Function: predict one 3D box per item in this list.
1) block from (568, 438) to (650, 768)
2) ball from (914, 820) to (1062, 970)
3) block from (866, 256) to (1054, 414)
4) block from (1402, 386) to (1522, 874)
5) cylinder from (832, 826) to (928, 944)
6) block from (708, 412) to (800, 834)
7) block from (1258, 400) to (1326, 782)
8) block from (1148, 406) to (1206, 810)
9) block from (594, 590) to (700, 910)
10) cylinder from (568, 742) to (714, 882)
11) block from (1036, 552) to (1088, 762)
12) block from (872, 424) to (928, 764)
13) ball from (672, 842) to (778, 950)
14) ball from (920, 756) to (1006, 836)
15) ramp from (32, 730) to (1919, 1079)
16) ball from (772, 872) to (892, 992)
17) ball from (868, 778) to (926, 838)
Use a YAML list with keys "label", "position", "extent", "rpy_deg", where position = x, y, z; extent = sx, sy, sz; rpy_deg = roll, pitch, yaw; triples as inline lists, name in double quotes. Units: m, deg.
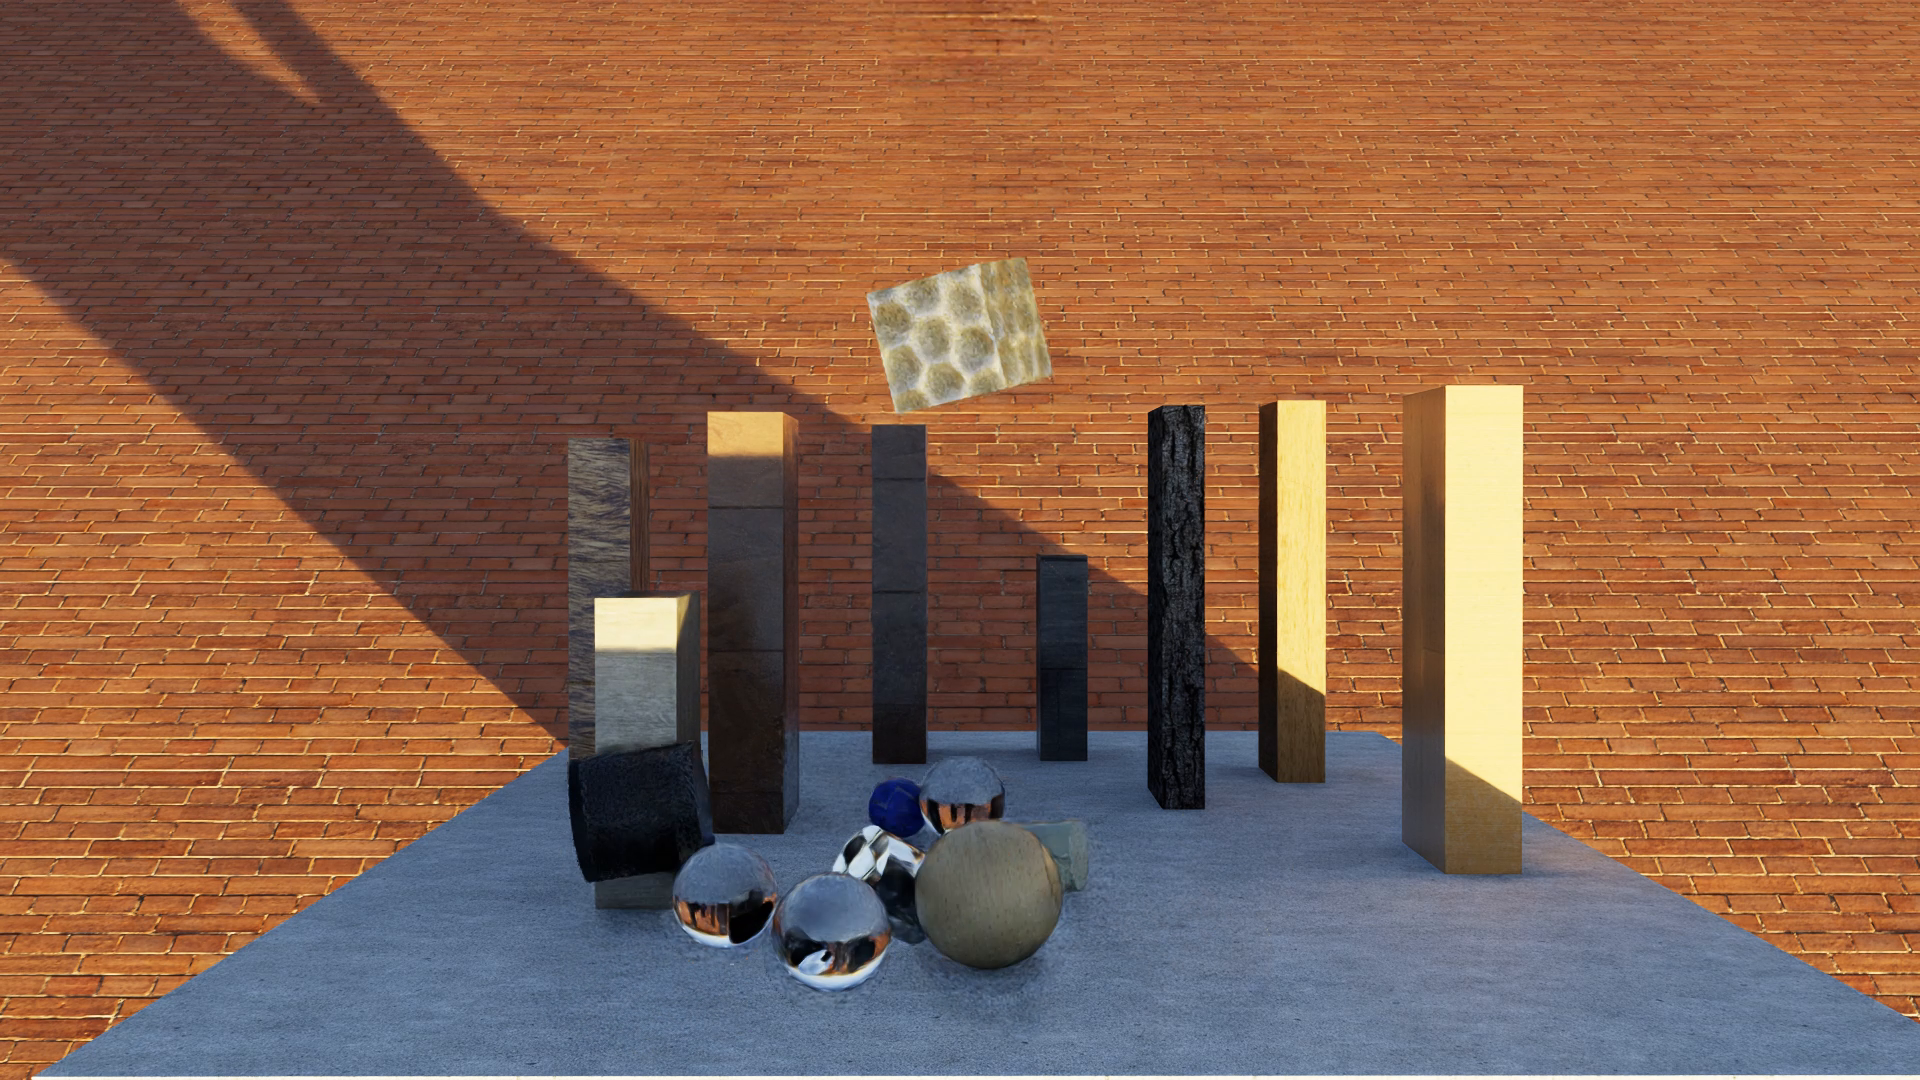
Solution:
- label: "block"
  position: [-0.738, 0.146, 5.451]
  extent: [0.126, 0.715, 0.337]
  rpy_deg: [0, 1, 0]
- label: "ball"
  position: [0.035, 0.440, 3.211]
  extent: [0.185, 0.185, 0.185]
  rpy_deg: [0, 28, 0]
- label: "block"
  position: [0.001, -0.199, 2.504]
  extent: [0.119, 0.119, 0.119]
  rpy_deg: [-12, 4, 25]
- label: "block"
  position: [0.817, 0.138, 4.224]
  extent: [0.120, 0.762, 0.391]
  rpy_deg: [0, 1, 0]
- label: "cylinder"
  position: [-0.087, 0.444, 3.322]
  extent: [0.115, 0.115, 0.115]
  rpy_deg: [32, 13, -30]
- label: "block"
  position: [-0.376, 0.143, 4.750]
  extent: [0.132, 0.740, 0.449]
  rpy_deg: [0, 1, 0]
- label: "block"
  position: [0.709, 0.106, 5.529]
  extent: [0.099, 0.793, 0.337]
  rpy_deg: [0, 1, 0]
- label: "block"
  position: [0.424, 0.125, 5.084]
  extent: [0.080, 0.766, 0.384]
  rpy_deg: [0, 1, 0]
- label: "block"
  position: [-0.462, 0.303, 3.854]
  extent: [0.116, 0.444, 0.344]
  rpy_deg: [0, 1, 0]
- label: "cylinder"
  position: [-0.442, 0.379, 3.597]
  extent: [0.172, 0.172, 0.172]
  rpy_deg: [-9, 28, 0]
- label: "block"
  position: [0.235, 0.264, 5.974]
  extent: [0.106, 0.465, 0.295]
  rpy_deg: [0, 1, 0]
- label: "block"
  position: [-0.136, 0.119, 5.942]
  extent: [0.120, 0.756, 0.357]
  rpy_deg: [0, 1, 0]
- label: "ball"
  position: [-0.306, 0.462, 3.358]
  extent: [0.137, 0.137, 0.137]
  rpy_deg: [0, 28, 0]
- label: "ball"
  position: [0.004, 0.443, 4.407]
  extent: [0.148, 0.148, 0.148]
  rpy_deg: [0, 28, 0]
- label: "ramp"
  position: [0.063, 0.565, 4.604]
  extent: [2.000, 0.100, 4.000]
  rpy_deg: [0, 1, 0]
- label: "ball"
  position: [-0.152, 0.464, 3.060]
  extent: [0.142, 0.142, 0.142]
  rpy_deg: [0, 28, 0]
- label: "ball"
  position: [-0.106, 0.464, 4.469]
  extent: [0.105, 0.105, 0.105]
  rpy_deg: [0, 28, 0]
